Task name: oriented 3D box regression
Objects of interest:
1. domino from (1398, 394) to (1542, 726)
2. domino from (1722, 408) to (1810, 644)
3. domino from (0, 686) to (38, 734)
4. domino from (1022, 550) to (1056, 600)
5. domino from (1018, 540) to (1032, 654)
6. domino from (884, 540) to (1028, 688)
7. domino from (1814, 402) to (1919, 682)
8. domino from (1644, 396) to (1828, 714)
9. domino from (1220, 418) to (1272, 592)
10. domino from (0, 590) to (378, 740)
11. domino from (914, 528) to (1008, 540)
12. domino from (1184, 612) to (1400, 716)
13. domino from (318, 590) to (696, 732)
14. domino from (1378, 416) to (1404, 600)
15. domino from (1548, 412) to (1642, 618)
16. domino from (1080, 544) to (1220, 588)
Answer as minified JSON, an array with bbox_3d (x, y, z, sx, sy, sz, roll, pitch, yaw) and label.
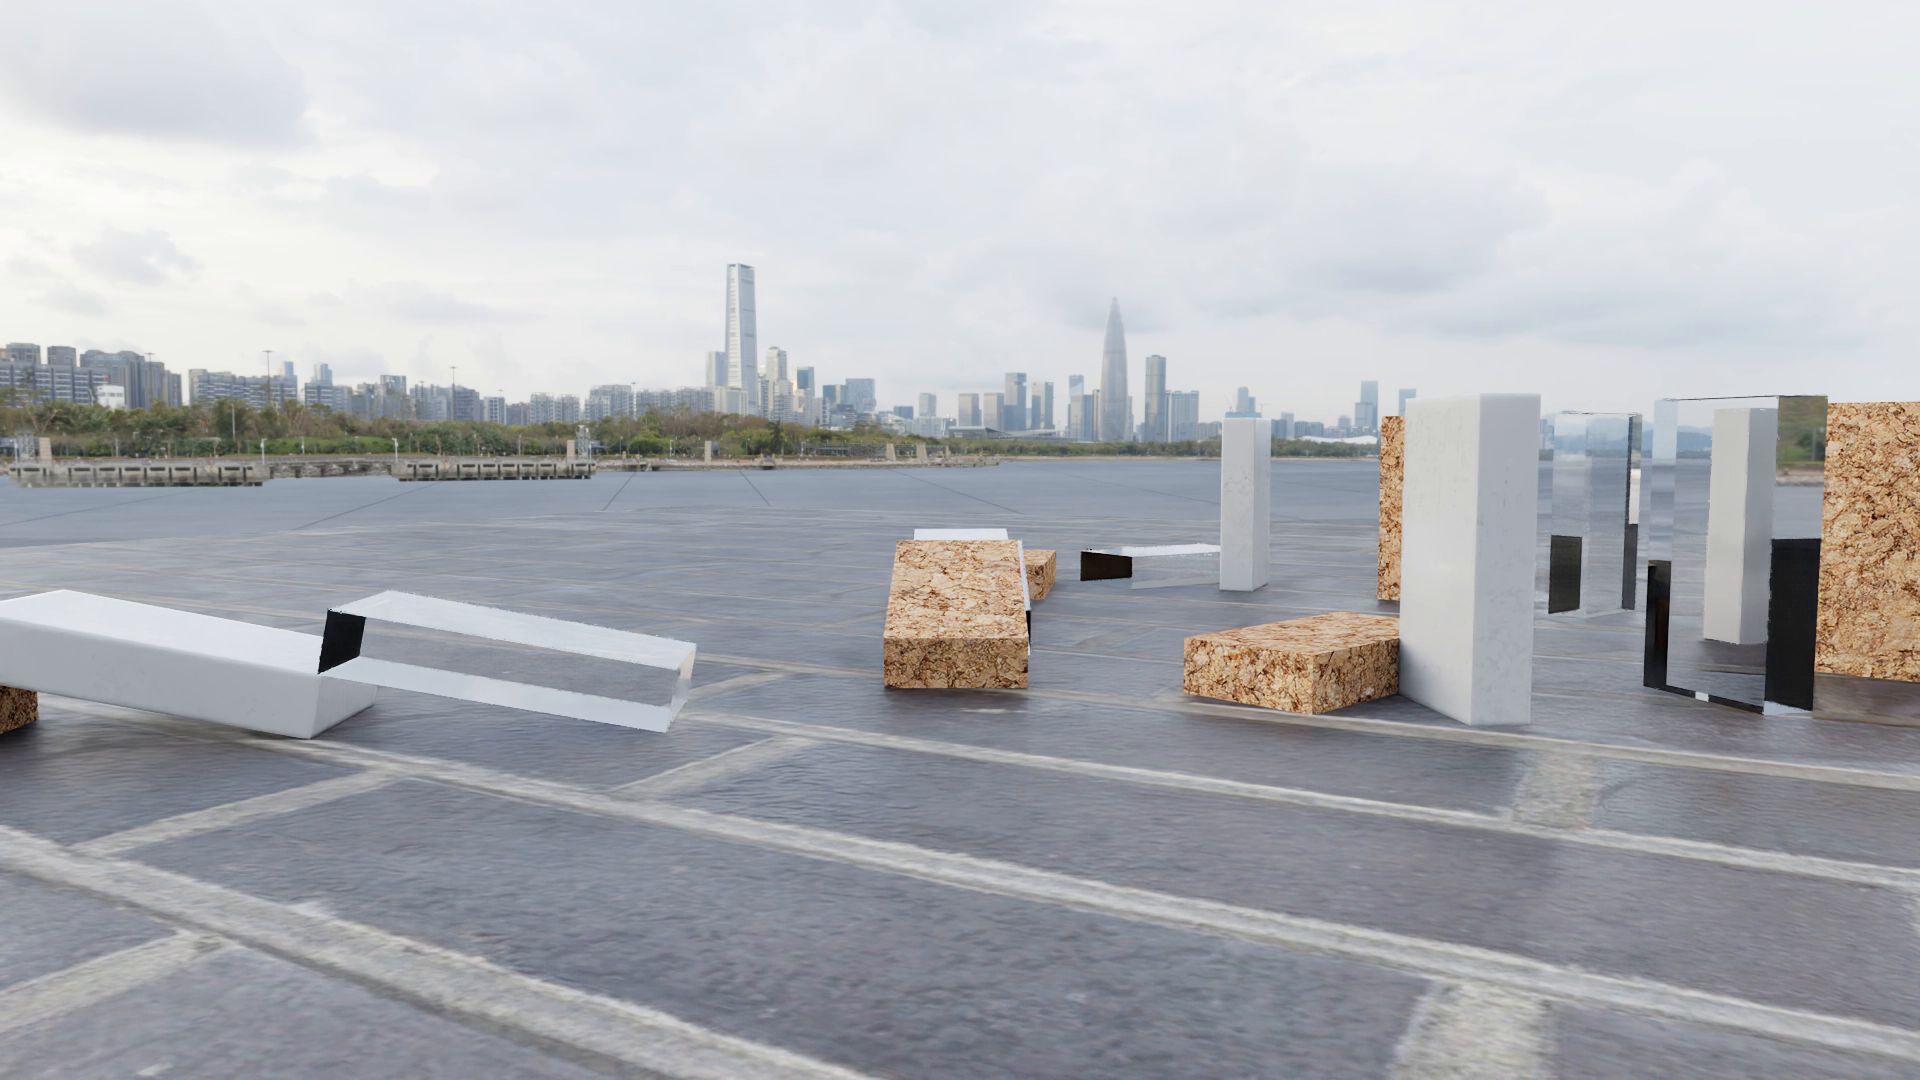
[{"bbox_3d":[0.081,0.002,0.205,0.009,0.050,0.025,0,4,-6],"label":"domino"},{"bbox_3d":[0.181,-0.003,0.280,0.025,0.050,0.009,-1,4,-14],"label":"domino"},{"bbox_3d":[-0.165,0.024,0.182,0.050,0.010,0.025,-1,4,-10],"label":"domino"},{"bbox_3d":[0.014,0.010,0.377,0.025,0.010,0.050,1,4,8],"label":"domino"},{"bbox_3d":[0.002,0.012,0.282,0.025,0.010,0.050,0,16,0],"label":"domino"},{"bbox_3d":[-0.001,0.013,0.246,0.025,0.009,0.050,0,20,0],"label":"domino"},{"bbox_3d":[0.170,0.000,0.235,0.025,0.050,0.009,4,6,43],"label":"domino"},{"bbox_3d":[0.128,0.002,0.213,0.010,0.050,0.025,-1,4,-14],"label":"domino"},{"bbox_3d":[0.085,-0.011,0.382,0.009,0.050,0.025,2,5,24],"label":"domino"},{"bbox_3d":[-0.118,0.018,0.194,0.050,0.010,0.025,11,3,-6],"label":"domino"},{"bbox_3d":[0.000,0.008,0.328,0.025,0.010,0.050,0,16,0],"label":"domino"},{"bbox_3d":[0.065,0.021,0.227,0.050,0.010,0.025,-4,6,-43],"label":"domino"},{"bbox_3d":[-0.068,0.018,0.199,0.050,0.009,0.025,11,3,-6],"label":"domino"},{"bbox_3d":[0.126,-0.009,0.357,0.009,0.050,0.025,3,6,39],"label":"domino"},{"bbox_3d":[0.160,-0.007,0.323,0.025,0.050,0.009,-3,5,-37],"label":"domino"},{"bbox_3d":[0.065,0.008,0.400,0.050,0.009,0.025,-3,5,-32],"label":"domino"}]
